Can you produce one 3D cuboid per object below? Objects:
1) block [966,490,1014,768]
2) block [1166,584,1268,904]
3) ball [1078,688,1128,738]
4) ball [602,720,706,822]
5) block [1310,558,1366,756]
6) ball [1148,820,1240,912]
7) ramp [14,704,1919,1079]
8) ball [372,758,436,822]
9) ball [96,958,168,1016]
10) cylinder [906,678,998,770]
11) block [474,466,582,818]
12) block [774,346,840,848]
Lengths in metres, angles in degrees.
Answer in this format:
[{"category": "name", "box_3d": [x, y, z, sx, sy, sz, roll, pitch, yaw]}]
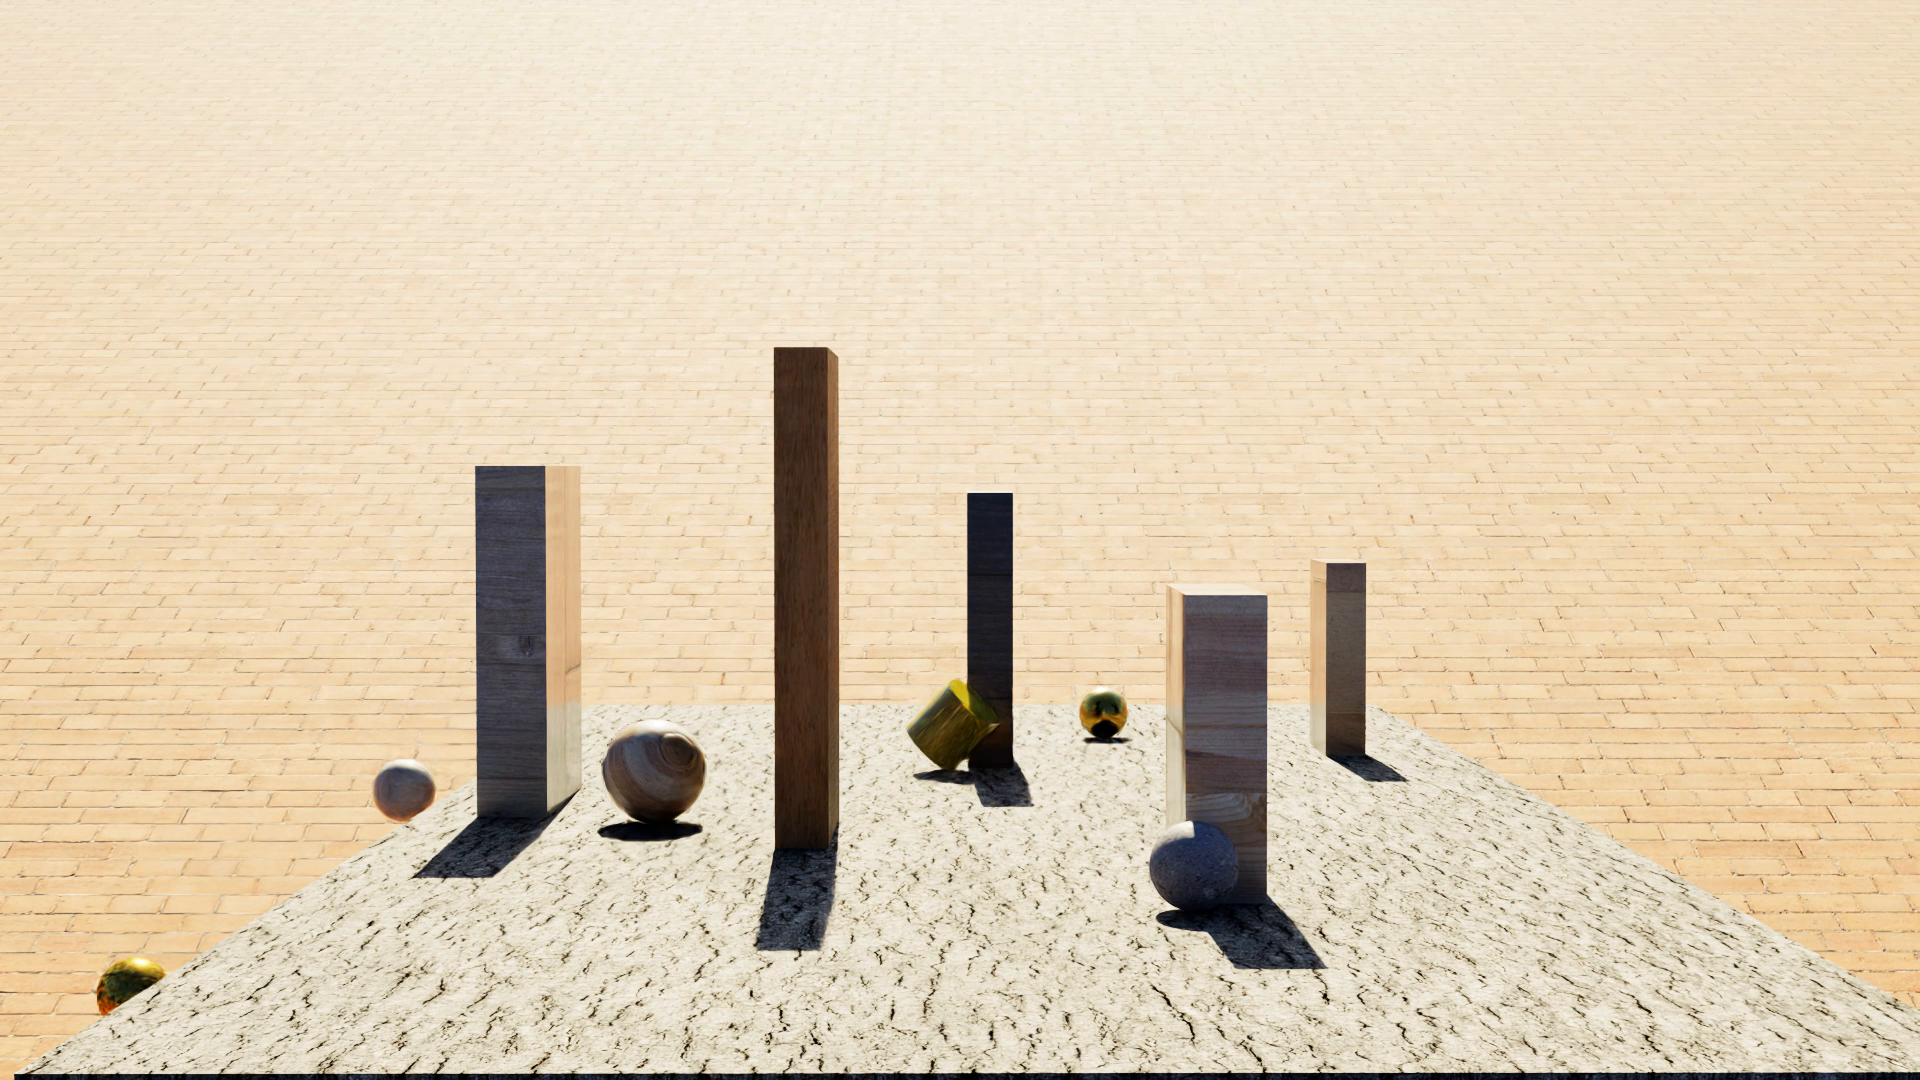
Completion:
[{"category": "block", "box_3d": [0.060, 0.176, 5.348, 0.092, 0.553, 0.349, 0, 2, 0]}, {"category": "block", "box_3d": [0.367, 0.284, 3.719, 0.113, 0.426, 0.333, 0, 2, 0]}, {"category": "ball", "box_3d": [0.321, 0.386, 5.761, 0.111, 0.111, 0.111, 0, 25, 0]}, {"category": "ball", "box_3d": [-0.518, 0.392, 4.376, 0.175, 0.175, 0.175, 0, 25, 0]}, {"category": "block", "box_3d": [0.805, 0.246, 5.498, 0.084, 0.404, 0.243, 0, 2, 0]}, {"category": "ball", "box_3d": [0.317, 0.442, 3.495, 0.122, 0.122, 0.122, 0, 25, 0]}, {"category": "ramp", "box_3d": [0.058, 0.524, 4.562, 2.000, 0.100, 4.000, 0, 2, 0]}, {"category": "ball", "box_3d": [-1.320, 0.595, 6.124, 0.150, 0.150, 0.150, 0, 25, 0]}, {"category": "ball", "box_3d": [-1.749, 0.960, 5.459, 0.152, 0.152, 0.152, 0, 25, 0]}, {"category": "cylinder", "box_3d": [-0.014, 0.367, 5.120, 0.130, 0.130, 0.130, 40, 14, -12]}, {"category": "block", "box_3d": [-0.773, 0.169, 4.645, 0.122, 0.606, 0.412, 0, 2, 0]}, {"category": "block", "box_3d": [-0.251, 0.087, 4.259, 0.085, 0.792, 0.382, 0, 2, 0]}]
